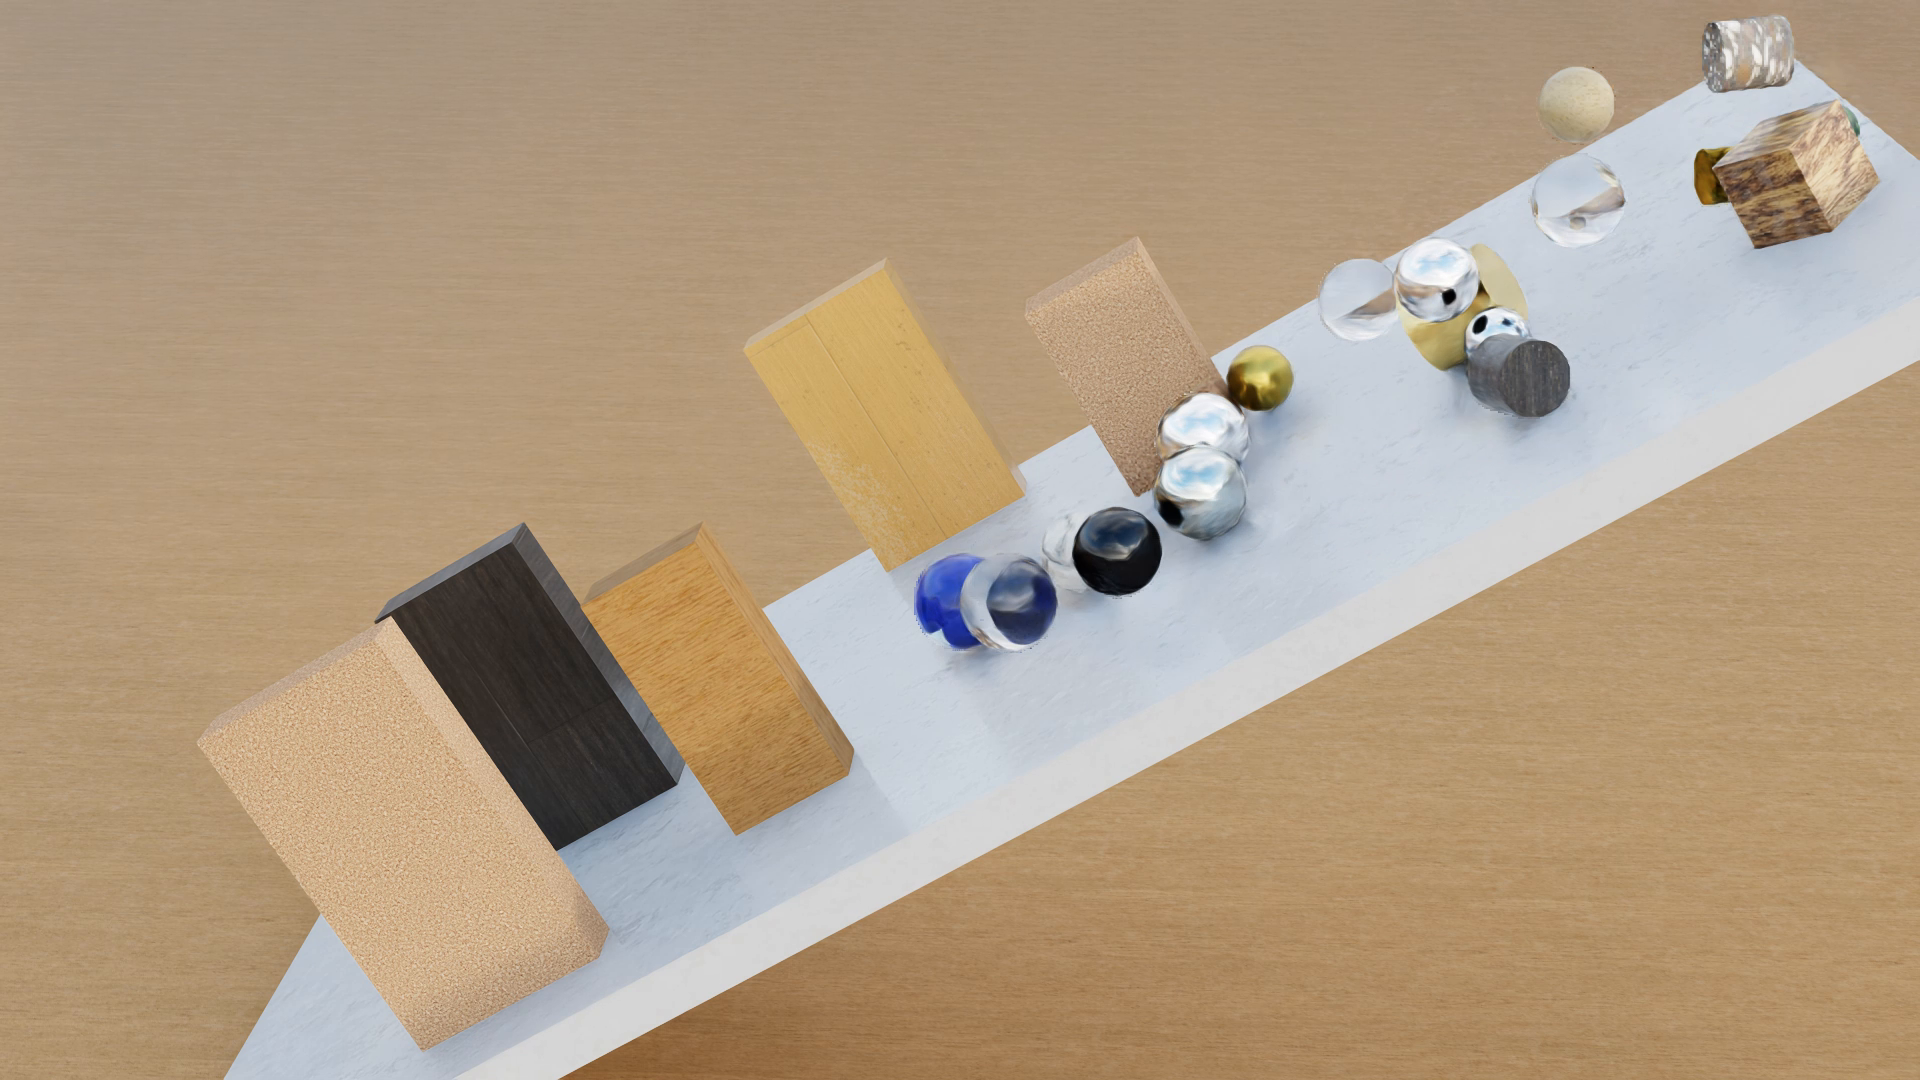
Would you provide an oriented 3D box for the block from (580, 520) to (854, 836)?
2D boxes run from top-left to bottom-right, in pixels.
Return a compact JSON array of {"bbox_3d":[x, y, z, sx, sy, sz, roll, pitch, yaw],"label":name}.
[{"bbox_3d":[-0.480,0.279,5.884,0.269,0.569,0.130,-29,15,13],"label":"block"}]

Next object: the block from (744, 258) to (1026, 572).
[{"bbox_3d":[-0.173,-0.292,6.961,0.386,0.639,0.109,-29,15,13],"label":"block"}]

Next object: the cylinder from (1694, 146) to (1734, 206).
[{"bbox_3d":[1.512,-0.717,5.771,0.109,0.109,0.109,-7,20,-7],"label":"cylinder"}]

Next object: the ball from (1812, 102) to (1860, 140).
[{"bbox_3d":[1.693,-0.792,5.750,0.130,0.130,0.130,0,19,0],"label":"ball"}]

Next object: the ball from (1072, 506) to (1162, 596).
[{"bbox_3d":[0.313,0.023,5.856,0.178,0.178,0.178,0,19,0],"label":"ball"}]

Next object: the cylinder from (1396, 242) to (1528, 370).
[{"bbox_3d":[1.015,-0.470,5.941,0.189,0.189,0.189,-32,2,31],"label":"cylinder"}]

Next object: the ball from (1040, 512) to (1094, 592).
[{"bbox_3d":[0.246,0.025,6.016,0.164,0.164,0.164,0,19,0],"label":"ball"}]

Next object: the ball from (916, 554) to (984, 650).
[{"bbox_3d":[0.007,0.127,6.106,0.199,0.199,0.199,0,19,0],"label":"ball"}]

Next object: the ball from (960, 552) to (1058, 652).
[{"bbox_3d":[0.097,0.125,5.928,0.198,0.198,0.198,0,19,0],"label":"ball"}]

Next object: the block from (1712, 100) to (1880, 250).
[{"bbox_3d":[1.578,-0.689,5.548,0.182,0.182,0.182,-41,17,-31],"label":"block"}]

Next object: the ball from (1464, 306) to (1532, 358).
[{"bbox_3d":[1.054,-0.391,5.765,0.131,0.131,0.131,0,19,0],"label":"ball"}]

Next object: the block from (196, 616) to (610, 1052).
[{"bbox_3d":[-1.080,0.581,5.745,0.423,0.768,0.126,-29,15,13],"label":"block"}]

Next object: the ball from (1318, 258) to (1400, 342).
[{"bbox_3d":[0.854,-0.511,6.269,0.178,0.178,0.178,0,19,0],"label":"ball"}]

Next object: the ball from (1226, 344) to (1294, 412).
[{"bbox_3d":[0.656,-0.353,6.430,0.146,0.146,0.146,0,19,0],"label":"ball"}]

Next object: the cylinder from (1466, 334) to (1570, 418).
[{"bbox_3d":[1.042,-0.308,5.486,0.144,0.144,0.144,-5,10,-14],"label":"cylinder"}]

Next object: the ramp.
[{"bbox_3d":[0.142,0.168,6.288,4.000,0.100,2.000,-29,15,13],"label":"ramp"}]

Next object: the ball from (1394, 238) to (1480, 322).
[{"bbox_3d":[0.928,-0.506,5.724,0.165,0.165,0.165,0,19,0],"label":"ball"}]

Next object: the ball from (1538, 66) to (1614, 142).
[{"bbox_3d":[1.292,-0.912,6.162,0.157,0.157,0.157,0,19,0],"label":"ball"}]

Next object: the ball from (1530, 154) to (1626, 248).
[{"bbox_3d":[1.175,-0.643,5.593,0.177,0.177,0.177,0,19,0],"label":"ball"}]

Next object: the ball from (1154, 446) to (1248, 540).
[{"bbox_3d":[0.481,-0.095,5.874,0.187,0.187,0.187,0,19,0],"label":"ball"}]

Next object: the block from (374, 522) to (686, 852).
[{"bbox_3d":[-0.942,0.335,6.481,0.364,0.654,0.135,-29,15,13],"label":"block"}]

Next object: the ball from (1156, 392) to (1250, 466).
[{"bbox_3d":[0.510,-0.213,6.179,0.195,0.195,0.195,0,19,0],"label":"ball"}]

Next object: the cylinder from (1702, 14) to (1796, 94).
[{"bbox_3d":[1.520,-0.938,5.677,0.137,0.137,0.137,-7,20,-4],"label":"cylinder"}]

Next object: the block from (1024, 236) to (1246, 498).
[{"bbox_3d":[0.385,-0.377,6.409,0.280,0.476,0.141,-29,15,13],"label":"block"}]
